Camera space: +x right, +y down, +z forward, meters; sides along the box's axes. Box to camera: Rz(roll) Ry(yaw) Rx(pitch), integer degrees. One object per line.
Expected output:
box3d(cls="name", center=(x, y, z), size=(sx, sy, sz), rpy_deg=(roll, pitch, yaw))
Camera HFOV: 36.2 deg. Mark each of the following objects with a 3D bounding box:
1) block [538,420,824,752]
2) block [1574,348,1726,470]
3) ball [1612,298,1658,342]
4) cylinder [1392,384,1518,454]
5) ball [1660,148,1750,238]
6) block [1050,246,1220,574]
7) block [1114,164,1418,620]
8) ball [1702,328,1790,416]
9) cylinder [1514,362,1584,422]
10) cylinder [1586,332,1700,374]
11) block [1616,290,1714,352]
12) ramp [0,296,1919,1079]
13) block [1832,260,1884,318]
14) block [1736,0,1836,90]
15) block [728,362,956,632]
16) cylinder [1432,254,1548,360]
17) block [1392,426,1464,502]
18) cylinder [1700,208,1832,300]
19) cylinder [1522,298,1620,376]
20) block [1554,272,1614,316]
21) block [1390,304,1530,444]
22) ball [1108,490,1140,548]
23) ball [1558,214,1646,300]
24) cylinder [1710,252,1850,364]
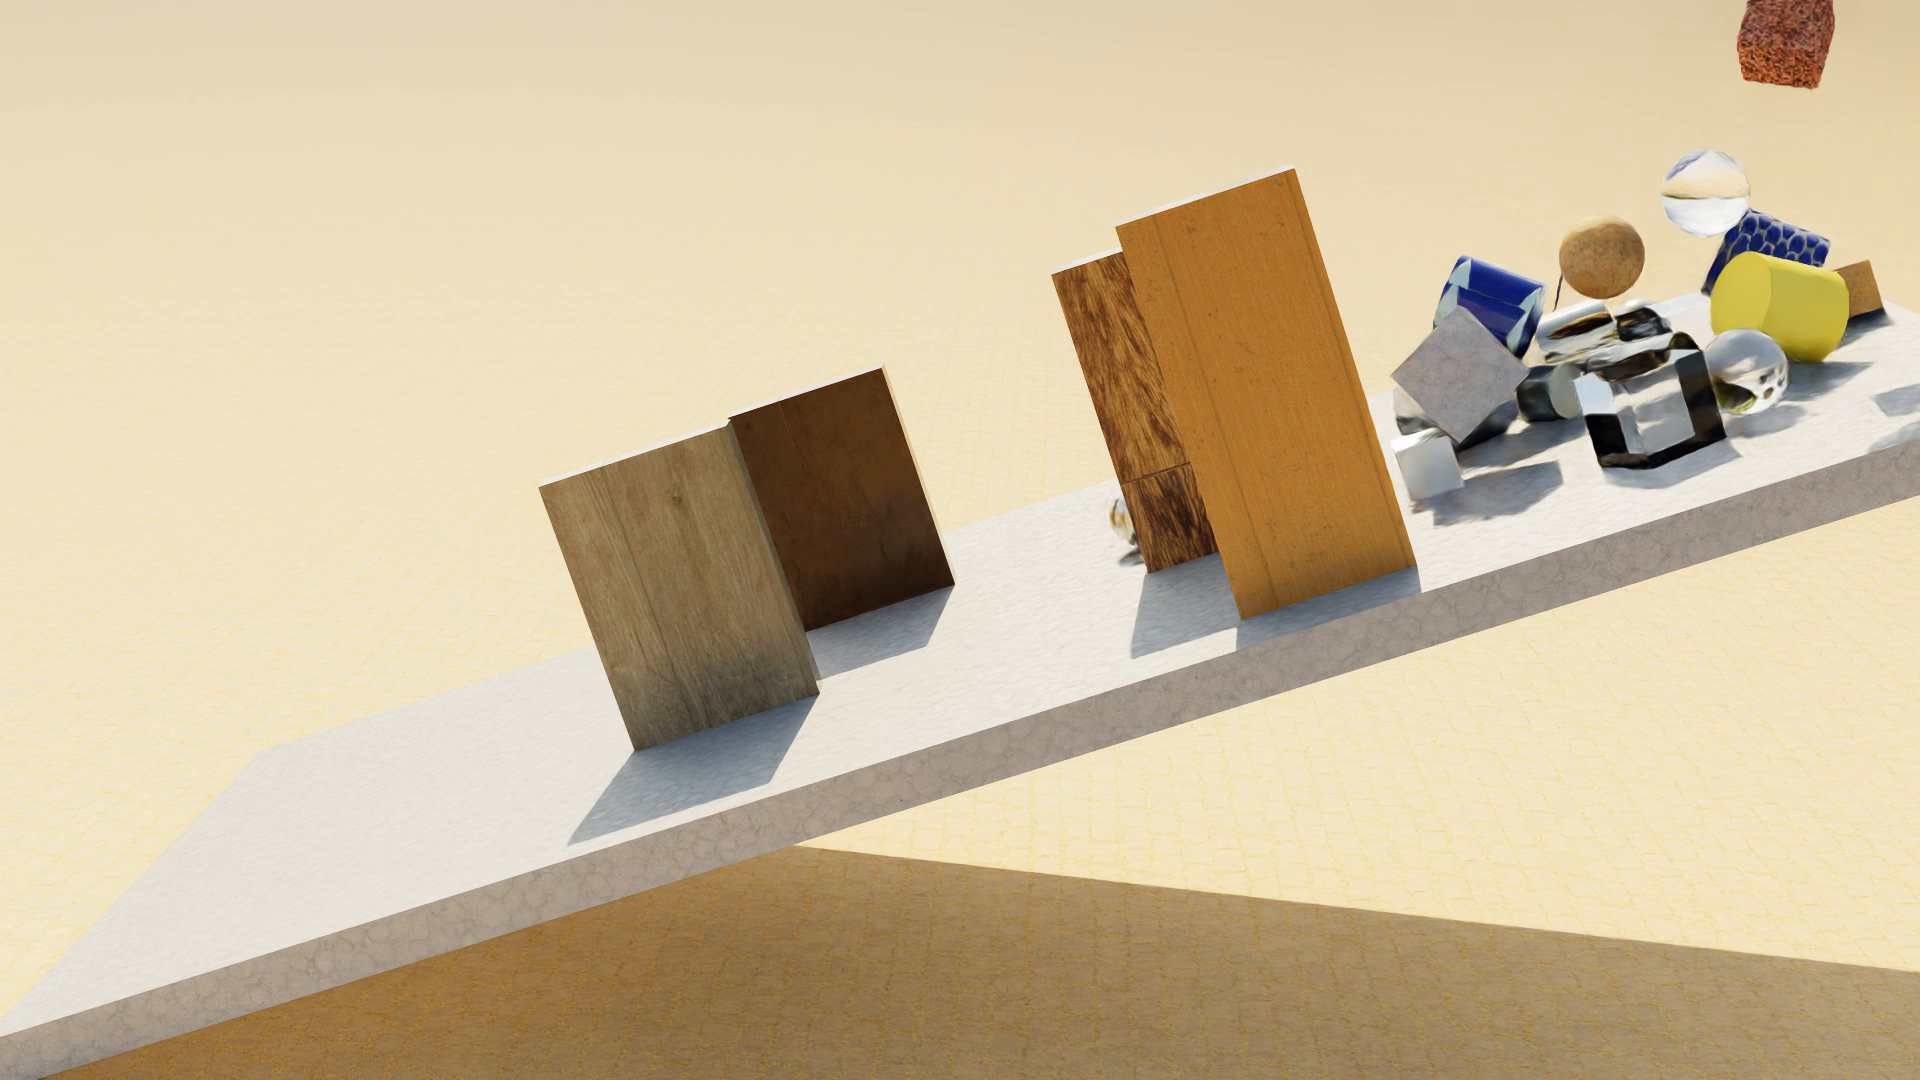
box3d(cls="block", center=(-0.570, 0.096, 6.035), size=(0.405, 0.585, 0.081), rpy_deg=(-18, 11, 6))
box3d(cls="block", center=(1.325, -0.252, 5.650), size=(0.179, 0.179, 0.179), rpy_deg=(-22, 11, -17))
box3d(cls="ball", center=(1.496, -0.468, 6.464), size=(0.128, 0.128, 0.128), rpy_deg=(0, 12, 0))
box3d(cls="cylinder", center=(1.053, -0.285, 6.255), size=(0.189, 0.189, 0.189), rpy_deg=(-23, 20, -21))
box3d(cls="ball", center=(1.560, -0.726, 6.155), size=(0.184, 0.184, 0.184), rpy_deg=(0, 12, 0))
box3d(cls="block", center=(0.490, -0.309, 6.074), size=(0.422, 0.655, 0.101), rpy_deg=(-18, 11, 6))
box3d(cls="block", center=(0.565, -0.270, 5.434), size=(0.340, 0.771, 0.092), rpy_deg=(-18, 11, 6))
box3d(cls="ball", center=(1.519, -0.326, 5.705), size=(0.172, 0.172, 0.172), rpy_deg=(0, 12, 0))
box3d(cls="cylinder", center=(1.247, -0.312, 6.246), size=(0.120, 0.120, 0.120), rpy_deg=(-9, 3, -36))
box3d(cls="cylinder", center=(1.376, -0.316, 5.891), size=(0.176, 0.176, 0.176), rpy_deg=(-10, 3, 41))
box3d(cls="block", center=(1.472, -0.390, 6.079), size=(0.179, 0.179, 0.179), rpy_deg=(-17, 11, 14))
box3d(cls="ramp", center=(0.104, 0.181, 6.307), size=(4.000, 0.100, 2.000), rpy_deg=(-18, 11, 6))
box3d(cls="block", center=(1.885, -0.528, 6.227), size=(0.105, 0.105, 0.105), rpy_deg=(-17, 1, 16))
box3d(cls="block", center=(1.667, -1.021, 5.934), size=(0.150, 0.150, 0.150), rpy_deg=(12, -17, 25))
box3d(cls="block", center=(-0.264, -0.095, 6.651), size=(0.365, 0.520, 0.082), rpy_deg=(-18, 11, 6))
box3d(cls="cylinder", center=(1.141, -0.495, 6.326), size=(0.188, 0.188, 0.188), rpy_deg=(23, 19, 17))
box3d(cls="block", center=(0.951, -0.155, 5.982), size=(0.112, 0.112, 0.112), rpy_deg=(-17, 11, 7))
box3d(cls="cylinder", center=(1.716, -0.584, 6.278), size=(0.210, 0.210, 0.210), rpy_deg=(23, 16, 9))
box3d(cls="cylinder", center=(1.348, -0.427, 6.501), size=(0.173, 0.173, 0.173), rpy_deg=(-19, 14, -4))
box3d(cls="block", center=(1.447, -0.563, 6.798), size=(0.124, 0.124, 0.124), rpy_deg=(11, 8, 15))
box3d(cls="block", center=(1.012, -0.338, 5.948), size=(0.194, 0.194, 0.194), rpy_deg=(45, 12, 5))
box3d(cls="ball", center=(0.392, -0.056, 6.352), size=(0.144, 0.144, 0.144), rpy_deg=(0, 12, 0))
box3d(cls="ball", center=(1.378, -0.608, 6.314), size=(0.182, 0.182, 0.182), rpy_deg=(0, 12, 0))
box3d(cls="cylinder", center=(1.655, -0.469, 5.943), size=(0.194, 0.194, 0.194), rpy_deg=(10, 8, -22))
